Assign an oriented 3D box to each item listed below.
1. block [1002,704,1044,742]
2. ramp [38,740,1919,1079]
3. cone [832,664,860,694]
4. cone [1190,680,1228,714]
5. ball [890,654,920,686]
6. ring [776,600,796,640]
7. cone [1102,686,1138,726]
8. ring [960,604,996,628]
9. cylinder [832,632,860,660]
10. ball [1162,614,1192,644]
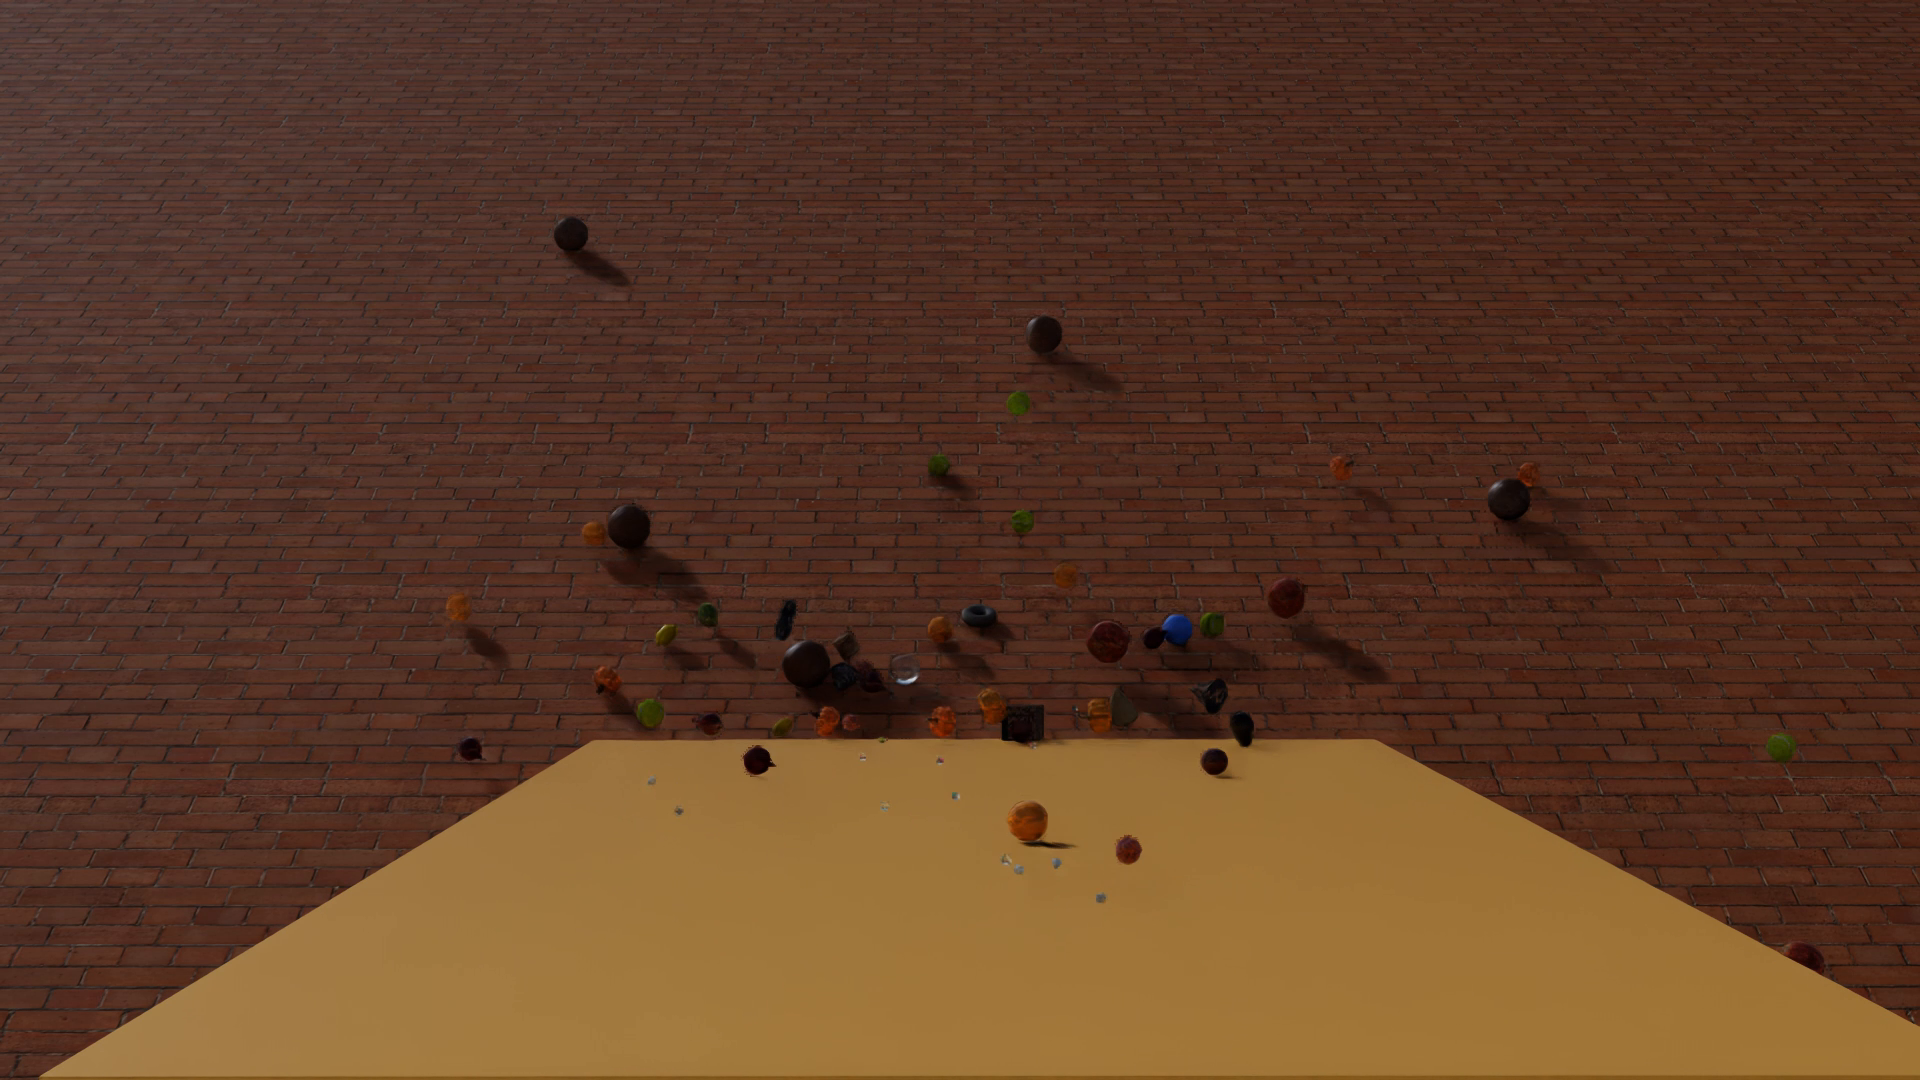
[{"bbox_3d":[0.162,0.467,6.623,0.087,0.087,0.087,0,0,20],"label":"block"},{"bbox_3d":[0.064,0.577,4.622,2.000,0.100,4.000,0,0,0],"label":"ramp"},{"bbox_3d":[-0.320,0.388,6.963,0.079,0.079,0.079,7,39,13],"label":"cone"},{"bbox_3d":[0.632,0.396,6.733,0.093,0.093,0.093,15,31,43],"label":"cone"},{"bbox_3d":[-0.150,0.351,7.010,0.085,0.085,0.085,0,29,0],"label":"ball"},{"bbox_3d":[-0.482,0.222,7.148,0.038,0.115,0.115,16,30,2],"label":"ring"},{"bbox_3d":[0.416,0.421,6.784,0.096,0.096,0.096,-5,30,3],"label":"cone"},{"bbox_3d":[0.053,0.215,7.312,0.101,0.034,0.101,2,25,-1],"label":"ring"},{"bbox_3d":[-0.313,0.292,7.120,0.055,0.055,0.055,-32,8,5],"label":"cylinder"},{"bbox_3d":[0.605,0.249,7.196,0.085,0.085,0.085,0,29,0],"label":"ball"}]
